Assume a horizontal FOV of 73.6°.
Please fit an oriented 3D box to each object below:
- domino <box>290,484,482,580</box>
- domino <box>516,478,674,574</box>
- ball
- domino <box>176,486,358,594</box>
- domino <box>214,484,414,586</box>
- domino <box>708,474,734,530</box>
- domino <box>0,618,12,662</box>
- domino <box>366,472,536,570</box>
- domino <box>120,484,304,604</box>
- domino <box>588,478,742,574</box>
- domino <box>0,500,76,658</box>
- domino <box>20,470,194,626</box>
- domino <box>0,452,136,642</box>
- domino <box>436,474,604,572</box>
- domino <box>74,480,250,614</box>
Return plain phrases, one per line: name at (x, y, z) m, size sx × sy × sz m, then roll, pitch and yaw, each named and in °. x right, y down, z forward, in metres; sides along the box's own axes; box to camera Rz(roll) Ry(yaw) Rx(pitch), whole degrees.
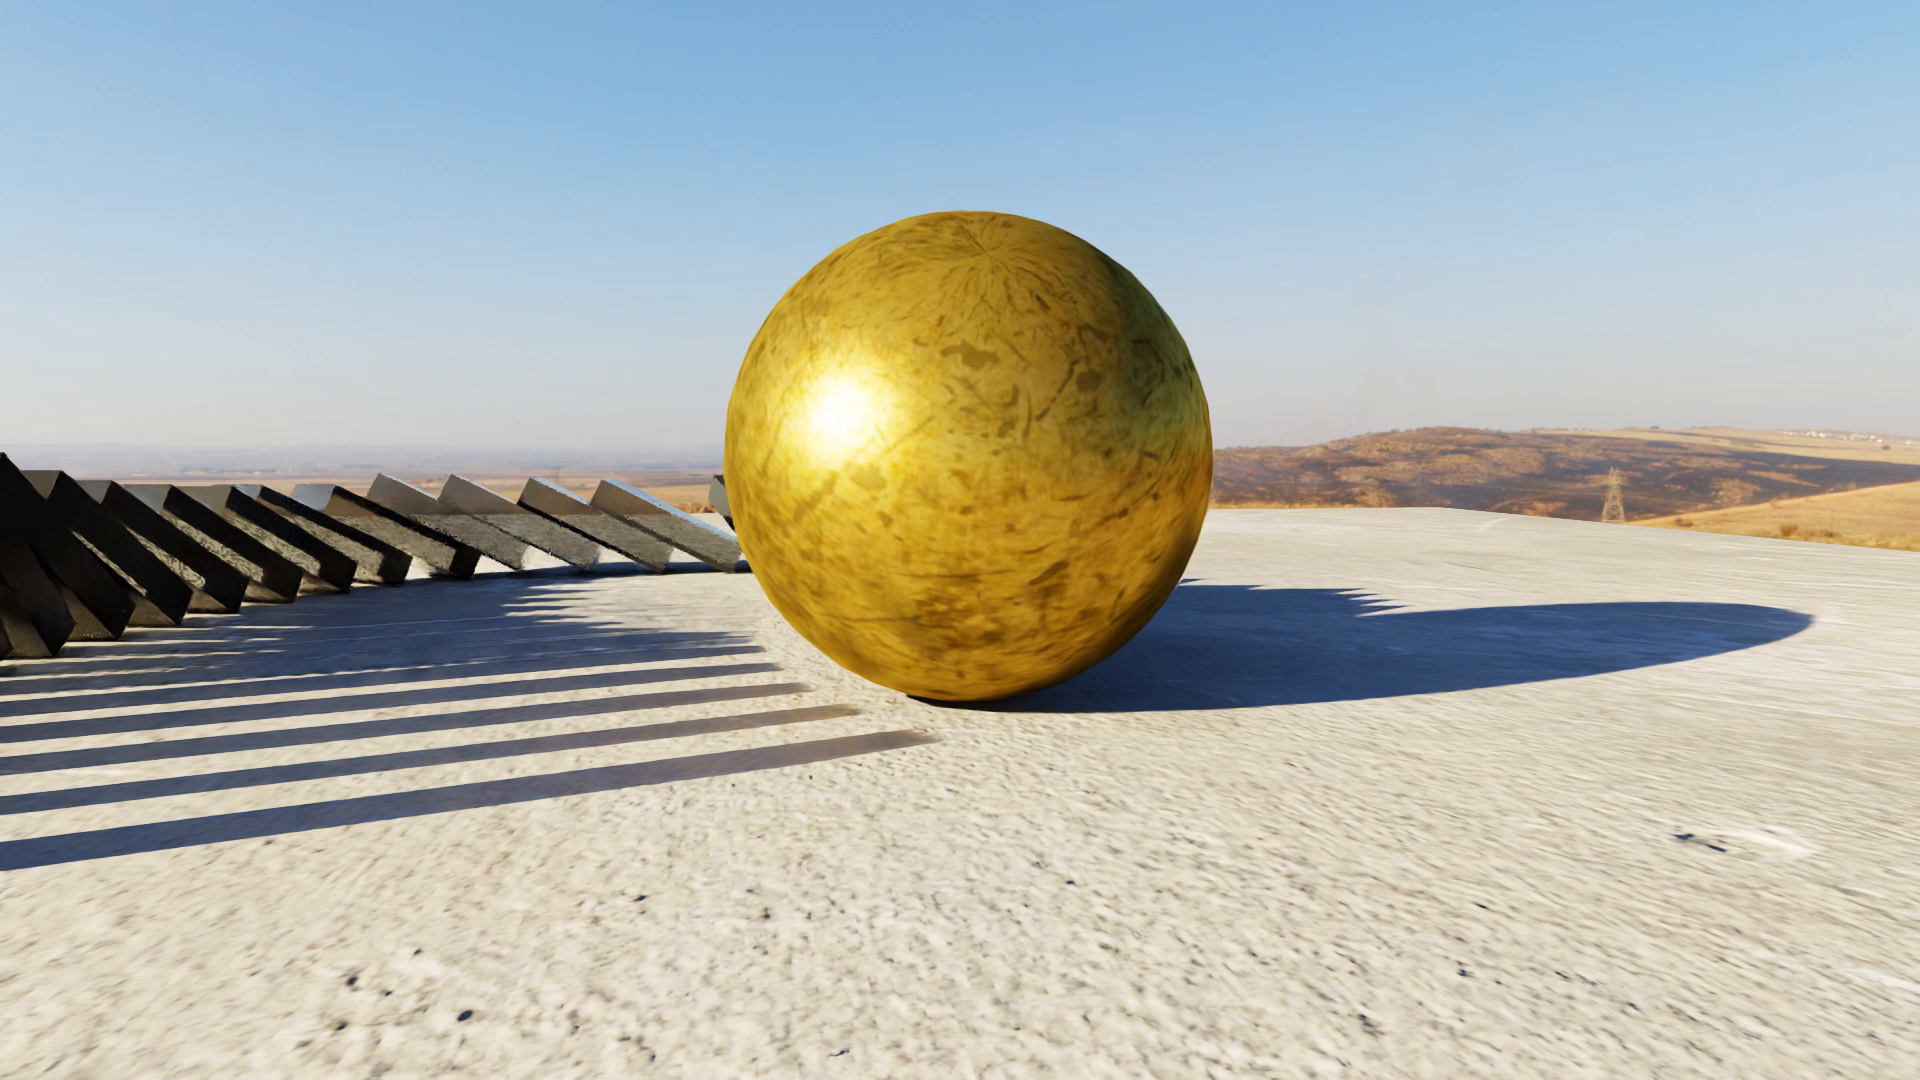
domino at (-0.175, -0.002, 0.391) m, size 0.025 × 0.010 × 0.050 m, roll 3°, pitch -21°, yaw 39°
domino at (-0.119, -0.005, 0.423) m, size 0.050 × 0.009 × 0.025 m, roll 27°, pitch -2°, yaw -11°
ball at (0.001, -0.013, 0.213) m, size 0.080 × 0.080 × 0.080 m, roll 0°, pitch 4°, yaw 0°
domino at (-0.191, 0.001, 0.347) m, size 0.025 × 0.010 × 0.050 m, roll 1°, pitch -24°, yaw 14°
domino at (-0.188, -0.001, 0.371) m, size 0.025 × 0.009 × 0.050 m, roll 2°, pitch -22°, yaw 32°
domino at (-0.065, -0.006, 0.441) m, size 0.025 × 0.010 × 0.050 m, roll -1°, pitch 31°, yaw -36°
domino at (-0.188, 0.001, 0.223) m, size 0.025 × 0.050 × 0.010 m, roll -1°, pitch 30°, yaw -7°
domino at (-0.164, -0.005, 0.415) m, size 0.050 × 0.009 × 0.025 m, roll 27°, pitch -7°, yaw -11°
domino at (-0.194, 0.002, 0.325) m, size 0.025 × 0.009 × 0.050 m, roll 1°, pitch -25°, yaw 12°
domino at (-0.096, -0.005, 0.428) m, size 0.050 × 0.009 × 0.025 m, roll 27°, pitch 1°, yaw -8°
domino at (-0.192, 0.002, 0.241) m, size 0.025 × 0.050 × 0.010 m, roll 0°, pitch 42°, yaw -3°
domino at (-0.195, 0.003, 0.281) m, size 0.025 × 0.009 × 0.050 m, roll 0°, pitch -32°, yaw 2°
domino at (-0.194, 0.003, 0.260) m, size 0.025 × 0.009 × 0.050 m, roll 0°, pitch -39°, yaw 0°
domino at (-0.141, -0.005, 0.415) m, size 0.050 × 0.010 × 0.025 m, roll 27°, pitch -6°, yaw -10°
domino at (-0.196, 0.003, 0.303) m, size 0.025 × 0.009 × 0.050 m, roll 1°, pitch -28°, yaw 8°
